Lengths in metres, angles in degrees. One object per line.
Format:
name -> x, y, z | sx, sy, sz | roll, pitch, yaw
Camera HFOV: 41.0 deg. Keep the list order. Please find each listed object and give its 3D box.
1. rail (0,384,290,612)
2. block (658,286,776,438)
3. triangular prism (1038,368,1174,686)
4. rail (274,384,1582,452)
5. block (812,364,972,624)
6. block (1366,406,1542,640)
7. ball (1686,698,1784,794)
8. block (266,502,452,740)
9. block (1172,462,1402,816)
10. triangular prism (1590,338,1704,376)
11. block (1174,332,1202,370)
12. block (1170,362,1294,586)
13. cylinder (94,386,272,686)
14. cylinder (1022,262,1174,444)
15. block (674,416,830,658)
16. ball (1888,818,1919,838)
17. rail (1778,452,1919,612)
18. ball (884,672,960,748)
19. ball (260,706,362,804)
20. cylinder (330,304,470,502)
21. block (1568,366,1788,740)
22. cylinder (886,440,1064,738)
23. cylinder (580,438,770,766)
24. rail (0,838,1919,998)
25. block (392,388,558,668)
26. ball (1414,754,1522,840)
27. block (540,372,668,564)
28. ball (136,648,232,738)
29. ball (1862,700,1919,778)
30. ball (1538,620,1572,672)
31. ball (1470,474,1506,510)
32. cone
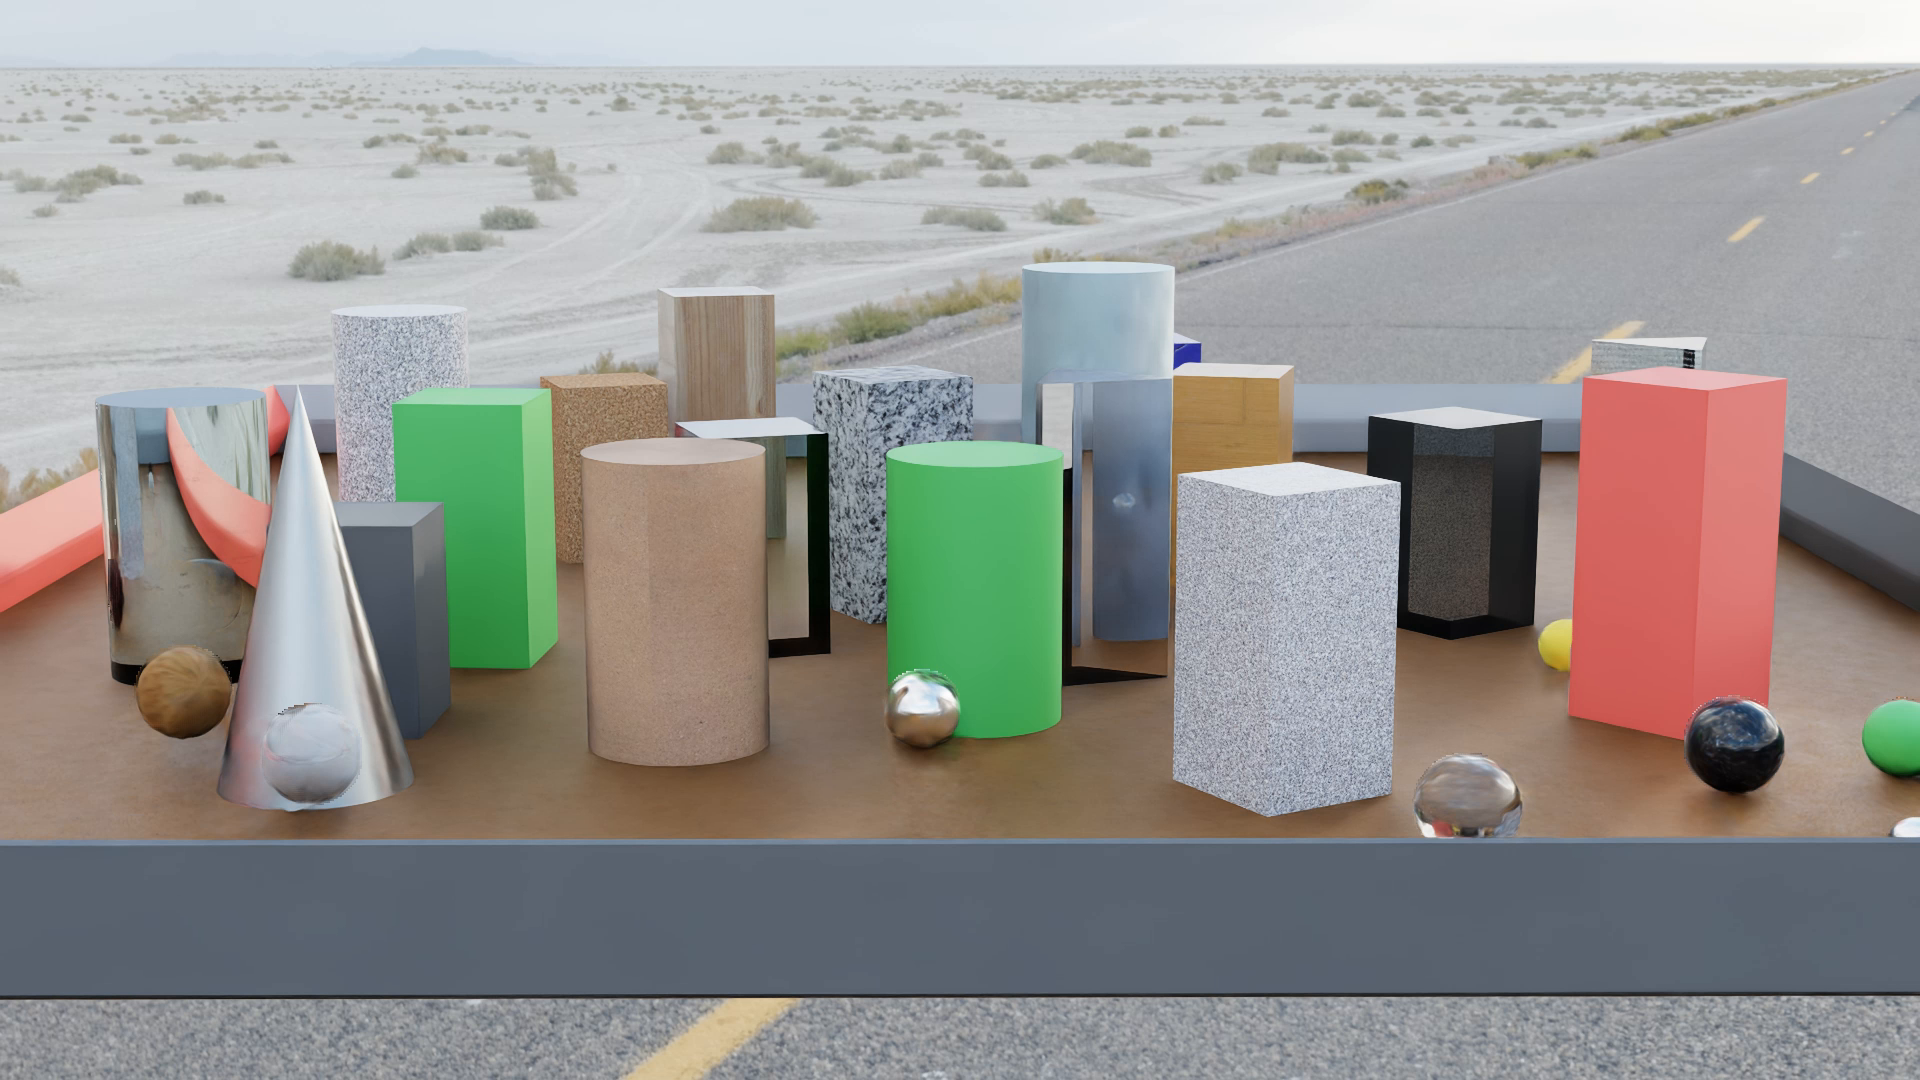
rail -> -1.271, 0.034, 3.442 | 0.045, 0.128, 2.912 | 0, 10, 0
block -> -0.386, -0.209, 4.083 | 0.158, 0.374, 0.158 | -3, 11, -16
triangular prism -> 0.146, -0.021, 3.103 | 0.171, 0.362, 0.148 | -4, 11, -20
rail -> -0.008, -0.228, 4.857 | 2.589, 0.128, 0.045 | 0, 10, 0
block -> -0.091, -0.066, 3.463 | 0.158, 0.318, 0.158 | -6, 12, -30
block -> 0.646, -0.026, 3.373 | 0.158, 0.273, 0.158 | -7, 13, -35
ball -> 0.784, 0.208, 2.596 | 0.096, 0.096, 0.096 | 0, 10, 0
block -> -0.668, 0.087, 2.864 | 0.158, 0.237, 0.158 | 0, 10, 1
block -> 0.328, 0.095, 2.594 | 0.158, 0.319, 0.158 | -6, 12, -31
triangular prism -> 0.994, -0.106, 3.602 | 0.148, 0.348, 0.171 | -9, 14, -41
block -> 0.273, -0.155, 3.963 | 0.158, 0.313, 0.158 | -2, 11, -10
block -> 0.384, -0.093, 3.661 | 0.158, 0.300, 0.158 | 3, 11, 14
cylinder -> -0.932, -0.007, 3.101 | 0.197, 0.335, 0.197 | 0, 10, 0
cylinder -> 0.178, -0.122, 3.355 | 0.197, 0.469, 0.197 | 0, 10, 0
block -> -0.262, -0.004, 3.239 | 0.158, 0.279, 0.158 | -4, 11, -19
ball -> 0.875, 0.278, 2.351 | 0.047, 0.047, 0.047 | 0, 10, 0
rail -> 1.271, 0.032, 3.456 | 0.045, 0.128, 2.912 | 0, 10, 0
ball -> -0.041, 0.183, 2.768 | 0.082, 0.082, 0.082 | 0, 10, 0
ball -> -0.631, 0.209, 2.492 | 0.095, 0.095, 0.095 | 0, 10, 0
cylinder -> -0.826, -0.157, 3.815 | 0.197, 0.370, 0.197 | 0, 10, 0
block -> 0.802, 0.010, 2.872 | 0.158, 0.385, 0.158 | -9, 14, -41
cylinder -> 0.017, 0.052, 2.880 | 0.197, 0.300, 0.197 | 0, 10, 0
cylinder -> -0.306, 0.062, 2.767 | 0.197, 0.321, 0.197 | 0, 10, 0
rail -> 0.008, 0.294, 2.040 | 2.589, 0.128, 0.045 | 0, 10, 0
block -> -0.599, -0.018, 3.187 | 0.158, 0.325, 0.158 | 1, 11, 4
ball -> 0.471, 0.248, 2.378 | 0.098, 0.098, 0.098 | 0, 10, 0
block -> -0.535, -0.112, 3.870 | 0.158, 0.261, 0.158 | -4, 11, -20
ball -> -0.816, 0.161, 2.698 | 0.096, 0.096, 0.096 | 0, 10, 0
ball -> 0.976, 0.206, 2.654 | 0.080, 0.080, 0.080 | 0, 10, 0
ball -> 0.735, 0.128, 3.114 | 0.064, 0.064, 0.064 | 0, 10, 0
ball -> 0.876, -0.079, 4.250 | 0.058, 0.058, 0.058 | 0, 10, 0
cone -> -0.661, 0.047, 2.598 | 0.197, 0.413, 0.197 | 0, 10, 0
